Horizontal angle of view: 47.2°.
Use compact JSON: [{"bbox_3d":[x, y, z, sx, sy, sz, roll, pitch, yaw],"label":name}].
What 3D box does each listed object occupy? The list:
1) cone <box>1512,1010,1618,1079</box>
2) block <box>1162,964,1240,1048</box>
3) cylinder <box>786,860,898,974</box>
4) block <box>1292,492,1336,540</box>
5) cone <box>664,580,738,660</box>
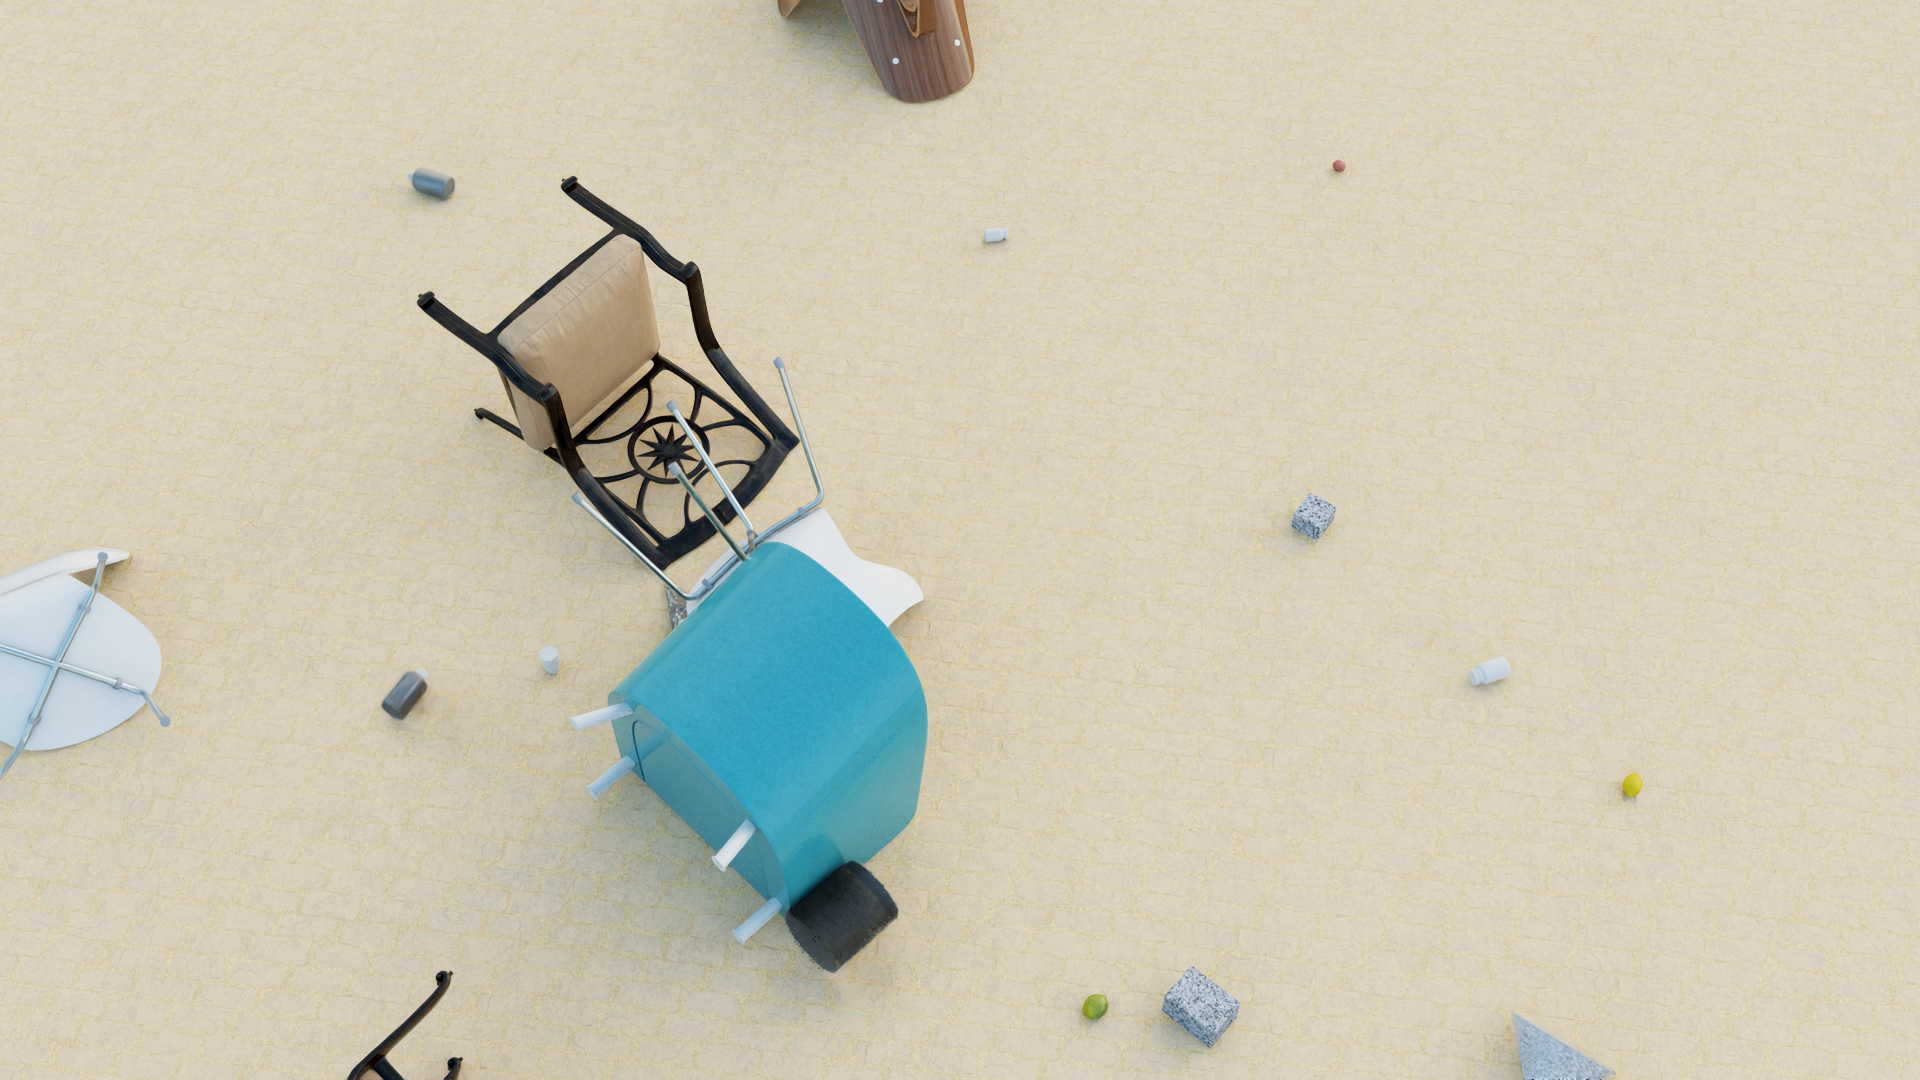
[{"bbox_3d":[1.496,1.361,5.607,0.299,0.197,0.187,29,89,29],"label":"cone"},{"bbox_3d":[0.624,1.210,5.701,0.160,0.102,0.111,36,63,21],"label":"block"},{"bbox_3d":[-0.311,0.992,5.791,0.223,0.192,0.201,-39,34,-23],"label":"cylinder"},{"bbox_3d":[1.059,-0.070,6.580,0.091,0.068,0.095,31,62,19],"label":"block"},{"bbox_3d":[-0.801,0.201,6.404,0.195,0.118,0.295,-28,49,-16],"label":"cone"}]
